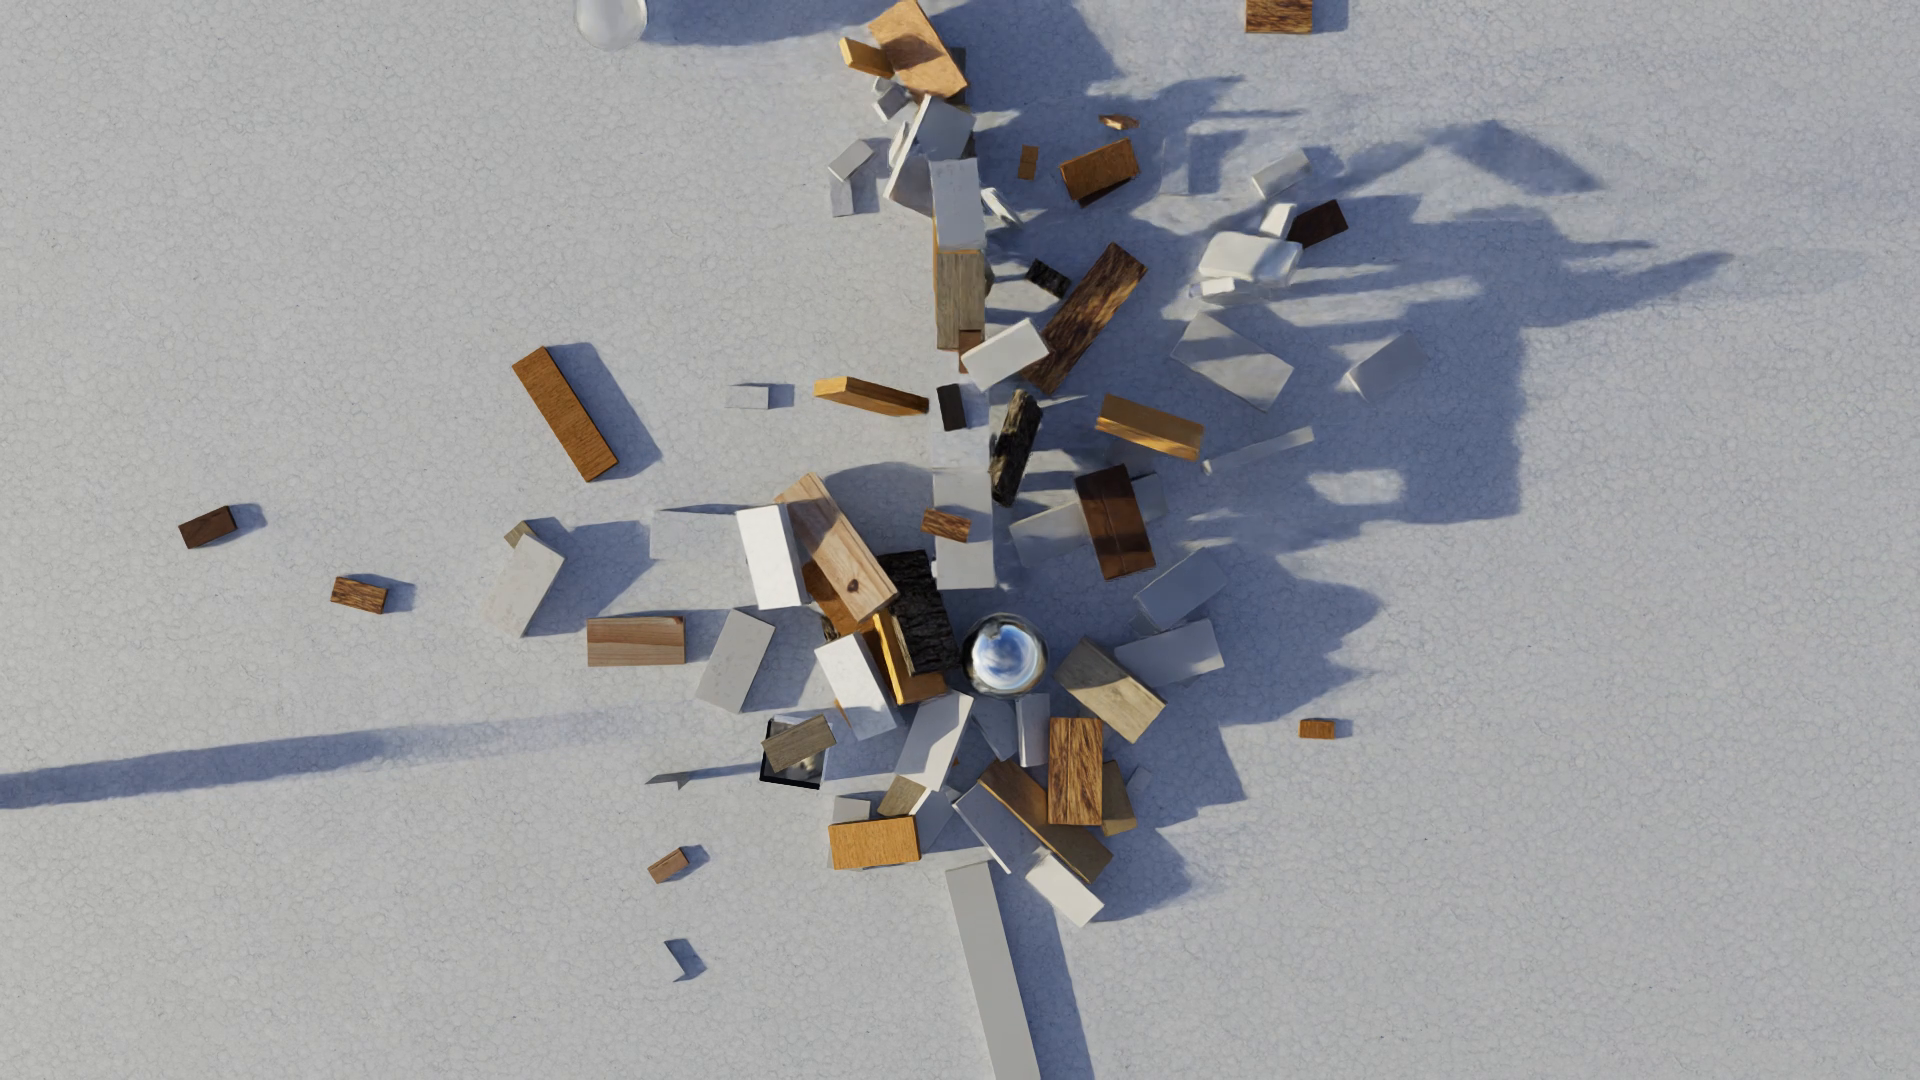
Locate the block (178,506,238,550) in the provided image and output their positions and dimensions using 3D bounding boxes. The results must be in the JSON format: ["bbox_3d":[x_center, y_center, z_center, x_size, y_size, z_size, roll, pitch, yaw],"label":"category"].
[{"bbox_3d":[-2.502,-0.041,5.488,0.171,0.024,0.086,-23,90,0],"label":"block"}]

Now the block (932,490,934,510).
[{"bbox_3d":[0.001,-0.124,5.324,0.177,0.354,0.050,0,107,0],"label":"block"}]

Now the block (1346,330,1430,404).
[{"bbox_3d":[1.423,-0.576,5.482,0.249,0.035,0.125,-35,90,0],"label":"block"}]

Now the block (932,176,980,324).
[{"bbox_3d":[-0.012,-0.927,5.274,0.145,0.041,0.485,-3,122,-4],"label":"block"}]

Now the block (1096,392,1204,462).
[{"bbox_3d":[0.619,-0.368,5.380,0.338,0.169,0.048,19,124,3],"label":"block"}]

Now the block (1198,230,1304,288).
[{"bbox_3d":[0.948,-0.917,5.378,0.304,0.043,0.152,16,68,32],"label":"block"}]

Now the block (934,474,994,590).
[{"bbox_3d":[0.013,-0.026,5.120,0.177,0.050,0.354,-2,89,0],"label":"block"}]

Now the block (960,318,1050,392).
[{"bbox_3d":[0.136,-0.564,5.017,0.242,0.034,0.121,-28,116,14],"label":"block"}]

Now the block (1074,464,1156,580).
[{"bbox_3d":[0.504,-0.059,5.383,0.173,0.049,0.347,-16,81,0],"label":"block"}]

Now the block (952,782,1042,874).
[{"bbox_3d":[0.123,0.941,5.454,0.145,0.041,0.291,-39,90,-22],"label":"block"}]

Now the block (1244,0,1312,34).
[{"bbox_3d":[1.059,-1.742,5.485,0.217,0.031,0.108,2,90,0],"label":"block"}]

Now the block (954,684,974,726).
[{"bbox_3d":[0.029,0.547,5.471,0.068,0.019,0.136,-8,84,-23],"label":"block"}]

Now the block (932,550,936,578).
[{"bbox_3d":[0.000,0.073,5.322,0.177,0.354,0.050,-2,95,0],"label":"block"}]

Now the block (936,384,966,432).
[{"bbox_3d":[-0.026,-0.408,5.078,0.069,0.020,0.138,-11,90,0],"label":"block"}]

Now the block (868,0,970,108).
[{"bbox_3d":[-0.135,-1.593,5.430,0.175,0.050,0.351,-33,89,16],"label":"block"}]

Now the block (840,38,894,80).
[{"bbox_3d":[-0.305,-1.578,5.407,0.027,0.191,0.095,-34,65,38],"label":"block"}]

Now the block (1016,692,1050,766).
[{"bbox_3d":[0.247,0.626,5.455,0.116,0.033,0.231,-4,90,-33],"label":"block"}]

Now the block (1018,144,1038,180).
[{"bbox_3d":[0.227,-1.256,5.492,0.054,0.015,0.109,9,90,0],"label":"block"}]

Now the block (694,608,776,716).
[{"bbox_3d":[-0.745,0.403,5.477,0.159,0.045,0.318,23,90,0],"label":"block"}]

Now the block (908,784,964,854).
[{"bbox_3d":[-0.100,0.912,5.459,0.118,0.034,0.237,35,90,-26],"label":"block"}]

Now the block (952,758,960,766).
[{"bbox_3d":[-0.057,0.700,5.489,0.063,0.018,0.126,-25,90,4],"label":"block"}]

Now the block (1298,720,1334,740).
[{"bbox_3d":[1.188,0.632,5.492,0.115,0.016,0.058,3,90,0],"label":"block"}]

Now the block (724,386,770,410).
[{"bbox_3d":[-0.709,-0.475,5.490,0.146,0.021,0.073,2,90,0],"label":"block"}]

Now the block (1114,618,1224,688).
[{"bbox_3d":[0.688,0.383,5.434,0.328,0.046,0.164,-17,92,3],"label":"block"}]

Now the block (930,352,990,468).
[{"bbox_3d":[-0.001,-0.403,5.113,0.180,0.051,0.359,-1,90,0],"label":"block"}]

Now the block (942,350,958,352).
[{"bbox_3d":[-0.007,-0.649,5.362,0.094,0.027,0.188,1,48,1],"label":"block"}]

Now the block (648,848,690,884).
[{"bbox_3d":[-0.971,1.084,5.491,0.126,0.018,0.063,-33,90,0],"label":"block"}]

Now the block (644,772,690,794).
[{"bbox_3d":[-0.958,0.794,5.392,0.108,0.217,0.031,-6,90,0],"label":"block"}]

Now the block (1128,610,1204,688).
[{"bbox_3d":[0.709,0.333,5.479,0.147,0.042,0.293,-42,90,0],"label":"block"}]

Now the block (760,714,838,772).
[{"bbox_3d":[-0.516,0.650,5.289,0.217,0.031,0.108,-25,90,0],"label":"block"}]

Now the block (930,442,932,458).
[{"bbox_3d":[-0.003,-0.291,5.319,0.180,0.359,0.051,0,93,0],"label":"block"}]

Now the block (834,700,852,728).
[{"bbox_3d":[-0.298,0.523,5.485,0.217,0.031,0.108,-33,90,0],"label":"block"}]

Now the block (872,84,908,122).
[{"bbox_3d":[-0.227,-1.431,5.403,0.072,0.020,0.144,54,45,-20],"label":"block"}]

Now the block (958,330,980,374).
[{"bbox_3d":[0.028,-0.575,5.043,0.069,0.020,0.138,0,121,0],"label":"block"}]

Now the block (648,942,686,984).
[{"bbox_3d":[-0.975,1.406,5.491,0.063,0.018,0.126,-35,90,0],"label":"block"}]

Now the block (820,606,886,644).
[{"bbox_3d":[-0.289,0.294,5.477,0.318,0.045,0.159,-15,90,0],"label":"block"}]

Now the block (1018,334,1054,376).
[{"bbox_3d":[0.236,-0.610,5.444,0.138,0.020,0.069,-39,96,0],"label":"block"}]

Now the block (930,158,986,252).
[{"bbox_3d":[-0.007,-1.031,5.071,0.145,0.041,0.290,-5,73,-3],"label":"block"}]

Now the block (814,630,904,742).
[{"bbox_3d":[-0.330,0.477,5.398,0.168,0.048,0.337,-23,94,32],"label":"block"}]

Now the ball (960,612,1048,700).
[{"bbox_3d":[0.144,0.377,5.356,0.289,0.289,0.289,0,90,0],"label":"ball"}]

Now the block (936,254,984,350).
[{"bbox_3d":[0.002,-0.735,5.078,0.145,0.041,0.290,-1,86,0],"label":"block"}]

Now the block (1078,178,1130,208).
[{"bbox_3d":[0.464,-1.190,5.486,0.186,0.026,0.093,-31,90,-1],"label":"block"}]

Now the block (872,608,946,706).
[{"bbox_3d":[-0.164,0.366,5.362,0.159,0.045,0.318,-10,75,-28],"label":"block"}]

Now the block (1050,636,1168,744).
[{"bbox_3d":[0.490,0.490,5.412,0.347,0.049,0.173,39,106,7],"label":"block"}]

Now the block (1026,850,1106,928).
[{"bbox_3d":[0.350,1.157,5.464,0.247,0.035,0.123,43,108,0],"label":"block"}]

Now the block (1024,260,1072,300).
[{"bbox_3d":[0.294,-0.867,5.490,0.143,0.020,0.072,32,90,0],"label":"block"}]

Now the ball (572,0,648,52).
[{"bbox_3d":[-1.142,-1.716,5.380,0.240,0.240,0.240,0,90,0],"label":"ball"}]

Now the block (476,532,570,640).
[{"bbox_3d":[-1.446,0.152,5.459,0.159,0.045,0.319,31,97,0],"label":"block"}]
